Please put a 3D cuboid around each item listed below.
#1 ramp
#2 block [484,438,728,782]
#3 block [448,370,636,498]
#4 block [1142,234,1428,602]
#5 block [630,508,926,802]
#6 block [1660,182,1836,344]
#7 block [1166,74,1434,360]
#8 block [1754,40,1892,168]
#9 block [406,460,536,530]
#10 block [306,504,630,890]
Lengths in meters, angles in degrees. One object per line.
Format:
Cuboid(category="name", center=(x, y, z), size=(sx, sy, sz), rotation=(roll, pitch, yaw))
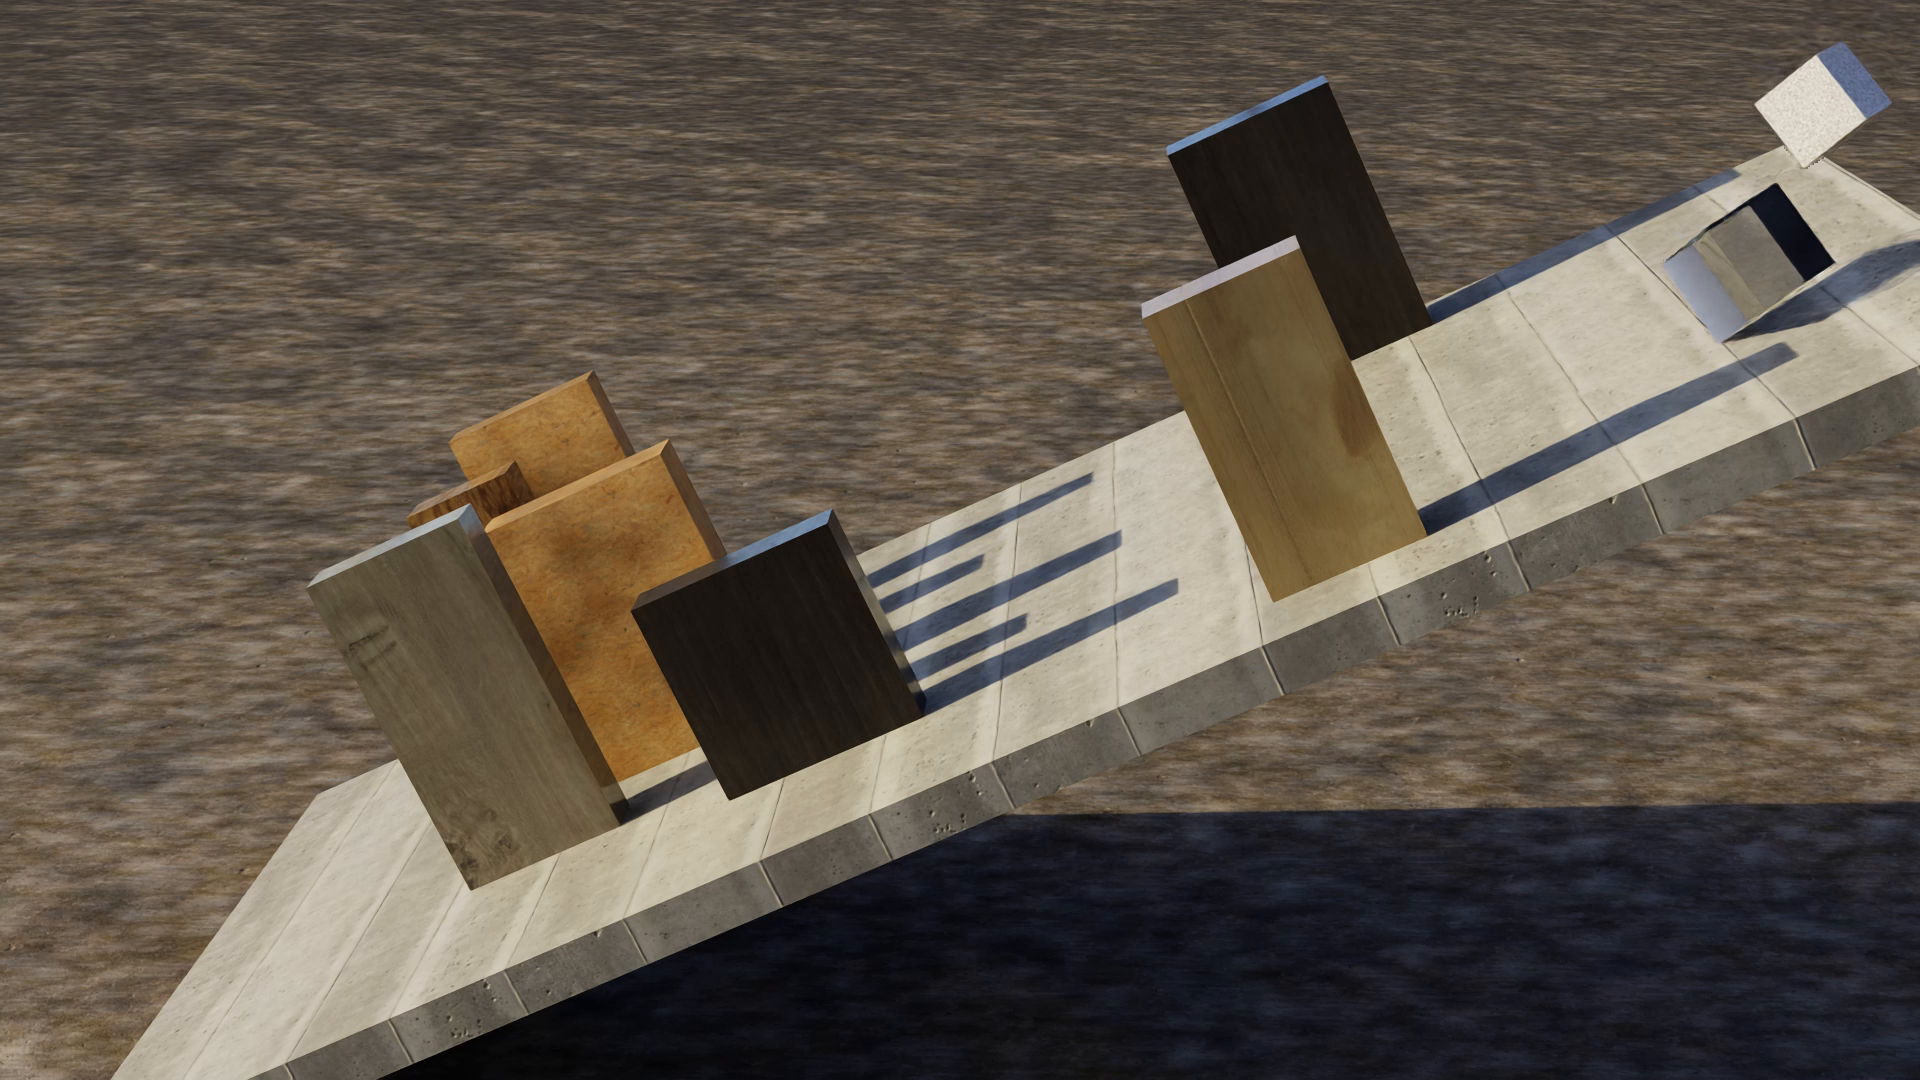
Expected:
Cuboid(category="ramp", center=(0.135, 0.169, 6.282), size=(4.000, 0.100, 2.000), rotation=(-24, 13, 9))
Cuboid(category="block", center=(-0.686, 0.157, 6.297), size=(0.429, 0.613, 0.138), rotation=(-24, 13, 9))
Cuboid(category="block", center=(-0.861, 0.013, 6.906), size=(0.360, 0.739, 0.102), rotation=(-24, 13, 9))
Cuboid(category="block", center=(0.596, -0.221, 5.405), size=(0.308, 0.587, 0.136), rotation=(-24, 13, 9))
Cuboid(category="block", center=(-0.354, 0.227, 5.797), size=(0.427, 0.433, 0.115), rotation=(-24, 13, 9))
Cuboid(category="block", center=(1.507, -0.529, 5.632), size=(0.189, 0.189, 0.189), rotation=(-32, -7, -19))
Cuboid(category="block", center=(0.792, -0.711, 6.868), size=(0.399, 0.619, 0.140), rotation=(-24, 13, 9))
Cuboid(category="block", center=(1.739, -0.879, 5.926), size=(0.162, 0.162, 0.162), rotation=(-41, -8, 39))
Cuboid(category="block", center=(-0.972, 0.178, 6.637), size=(0.248, 0.666, 0.120), rotation=(-24, 13, 9))
Cuboid(category="block", center=(-1.000, 0.324, 6.013), size=(0.349, 0.715, 0.122), rotation=(-24, 13, 9))
